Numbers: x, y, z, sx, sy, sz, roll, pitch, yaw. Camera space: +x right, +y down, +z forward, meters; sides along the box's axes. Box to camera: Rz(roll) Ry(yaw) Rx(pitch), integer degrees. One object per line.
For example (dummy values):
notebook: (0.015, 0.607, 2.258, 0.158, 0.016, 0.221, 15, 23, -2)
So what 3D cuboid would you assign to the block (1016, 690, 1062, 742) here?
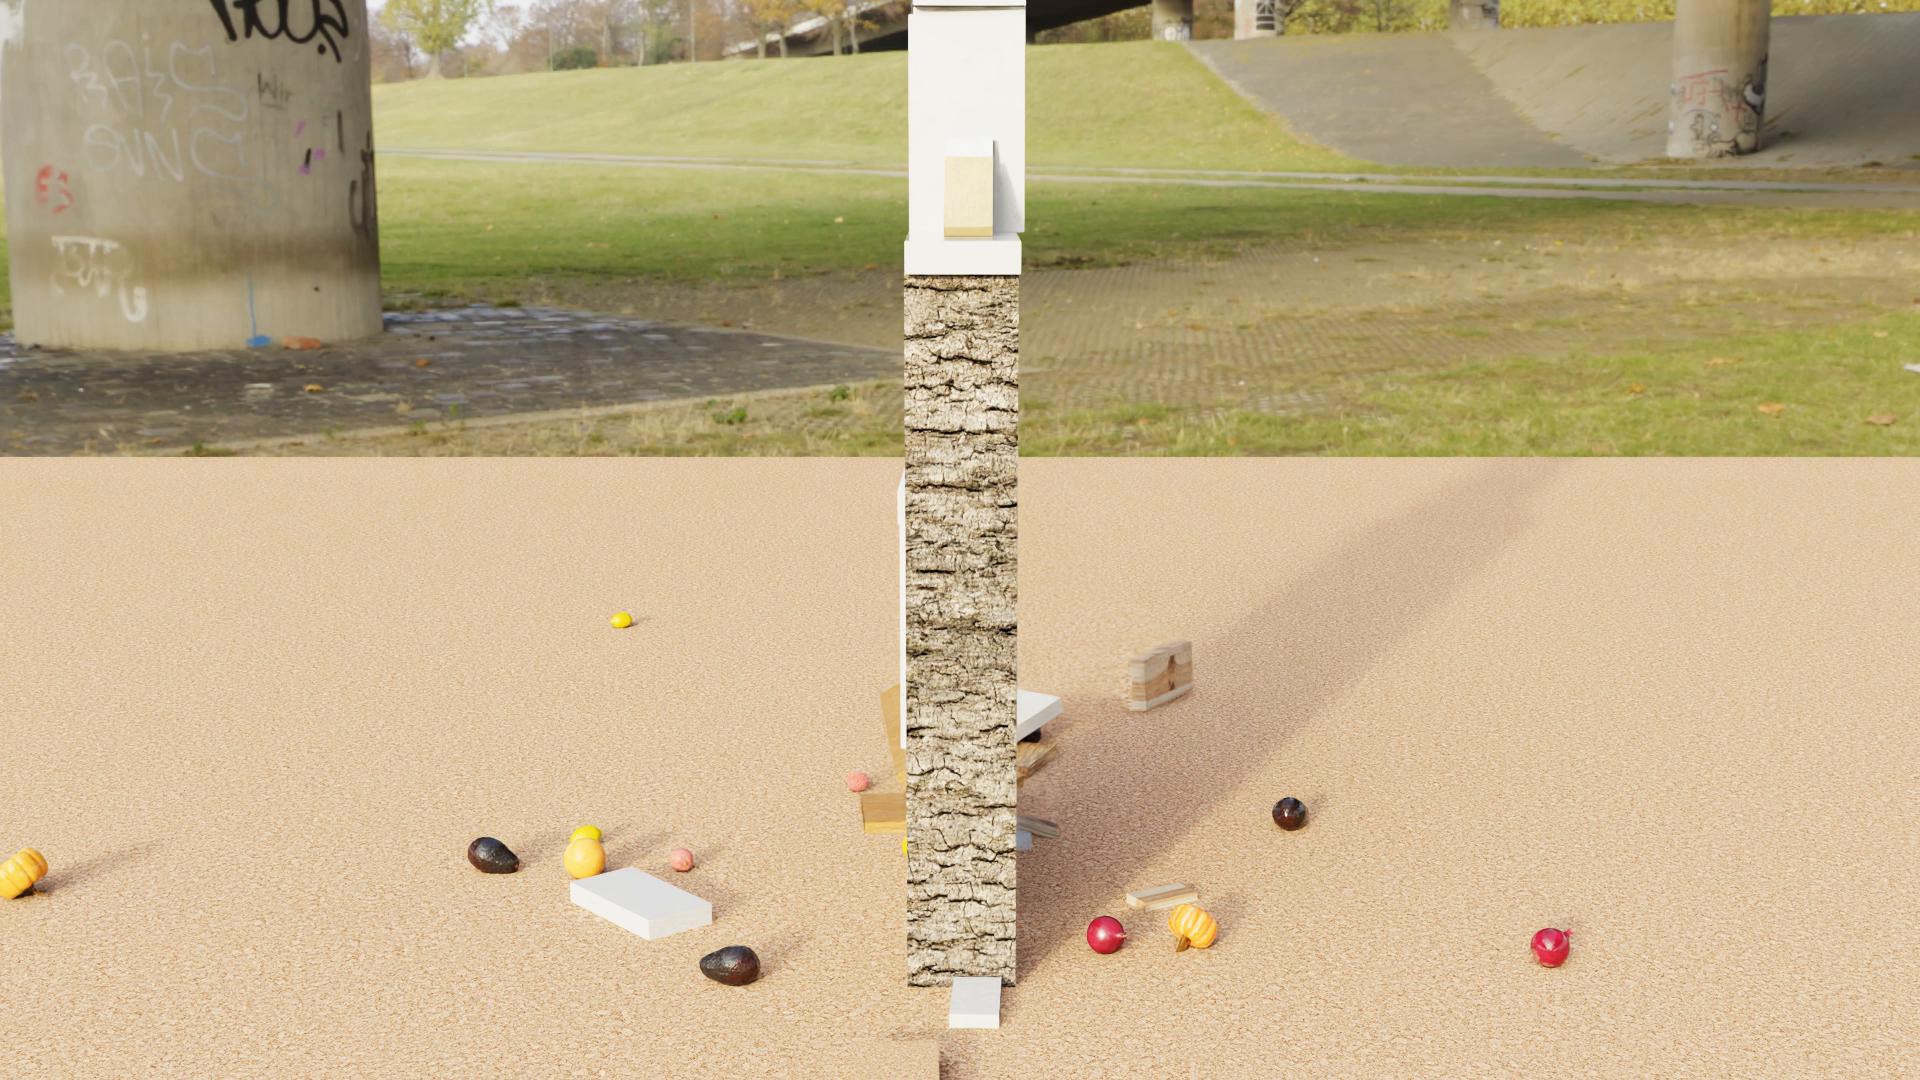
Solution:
block: (0.094, 0.372, 4.503, 0.117, 0.033, 0.234, 8, 24, 37)

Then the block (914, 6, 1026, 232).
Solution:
block: (0.015, -0.629, 3.297, 0.165, 0.330, 0.047, 1, 11, 3)

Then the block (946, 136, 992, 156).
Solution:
block: (0.013, -0.526, 3.263, 0.070, 0.140, 0.020, 0, -5, 1)

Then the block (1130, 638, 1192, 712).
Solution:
block: (0.451, 0.301, 4.901, 0.033, 0.117, 0.234, 3, 11, 31)

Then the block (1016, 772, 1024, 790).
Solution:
block: (0.028, 0.468, 4.129, 0.089, 0.025, 0.177, 23, 33, 38)

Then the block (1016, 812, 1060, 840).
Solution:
block: (0.131, 0.514, 3.968, 0.098, 0.014, 0.049, 16, 10, -2)

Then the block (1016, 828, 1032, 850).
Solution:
block: (0.103, 0.533, 3.938, 0.049, 0.014, 0.098, 0, 11, 1)

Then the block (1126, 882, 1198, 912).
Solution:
block: (0.334, 0.589, 3.631, 0.105, 0.015, 0.053, -6, 12, -31)

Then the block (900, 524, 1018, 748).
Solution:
block: (-0.001, 0.138, 3.304, 0.175, 0.349, 0.049, 0, 10, 2)

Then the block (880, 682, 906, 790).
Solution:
block: (-0.092, 0.382, 4.552, 0.117, 0.033, 0.628, -30, 12, 1)

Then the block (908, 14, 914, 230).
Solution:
block: (0.001, -0.565, 3.546, 0.165, 0.549, 0.047, 0, 11, 0)

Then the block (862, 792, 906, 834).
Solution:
block: (-0.136, 0.505, 4.062, 0.086, 0.024, 0.171, -1, 11, -5)

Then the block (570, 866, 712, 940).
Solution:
block: (-0.520, 0.590, 3.578, 0.119, 0.034, 0.238, -9, 14, -40)

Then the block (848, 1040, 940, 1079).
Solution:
block: (-0.084, 0.740, 2.771, 0.119, 0.034, 0.454, 0, 11, -1)

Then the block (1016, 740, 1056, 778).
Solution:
block: (0.124, 0.440, 4.410, 0.085, 0.024, 0.171, 4, 11, 21)

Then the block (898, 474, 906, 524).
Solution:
block: (0.000, -0.079, 3.384, 0.175, 0.049, 0.349, 0, 11, 1)

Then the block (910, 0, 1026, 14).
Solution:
block: (0.008, -0.836, 3.375, 0.165, 0.047, 0.330, 0, 11, -2)

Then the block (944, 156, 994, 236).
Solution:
block: (0.013, -0.502, 3.206, 0.070, 0.020, 0.140, 0, 55, 1)

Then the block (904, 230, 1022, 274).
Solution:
block: (0.003, -0.420, 3.198, 0.161, 0.046, 0.321, 0, 11, 0)

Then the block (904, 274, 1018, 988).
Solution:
block: (0.002, 0.141, 3.193, 0.161, 1.056, 0.046, 0, 11, 0)

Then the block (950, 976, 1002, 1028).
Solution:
block: (0.023, 0.669, 3.187, 0.070, 0.020, 0.140, 0, 11, 2)
